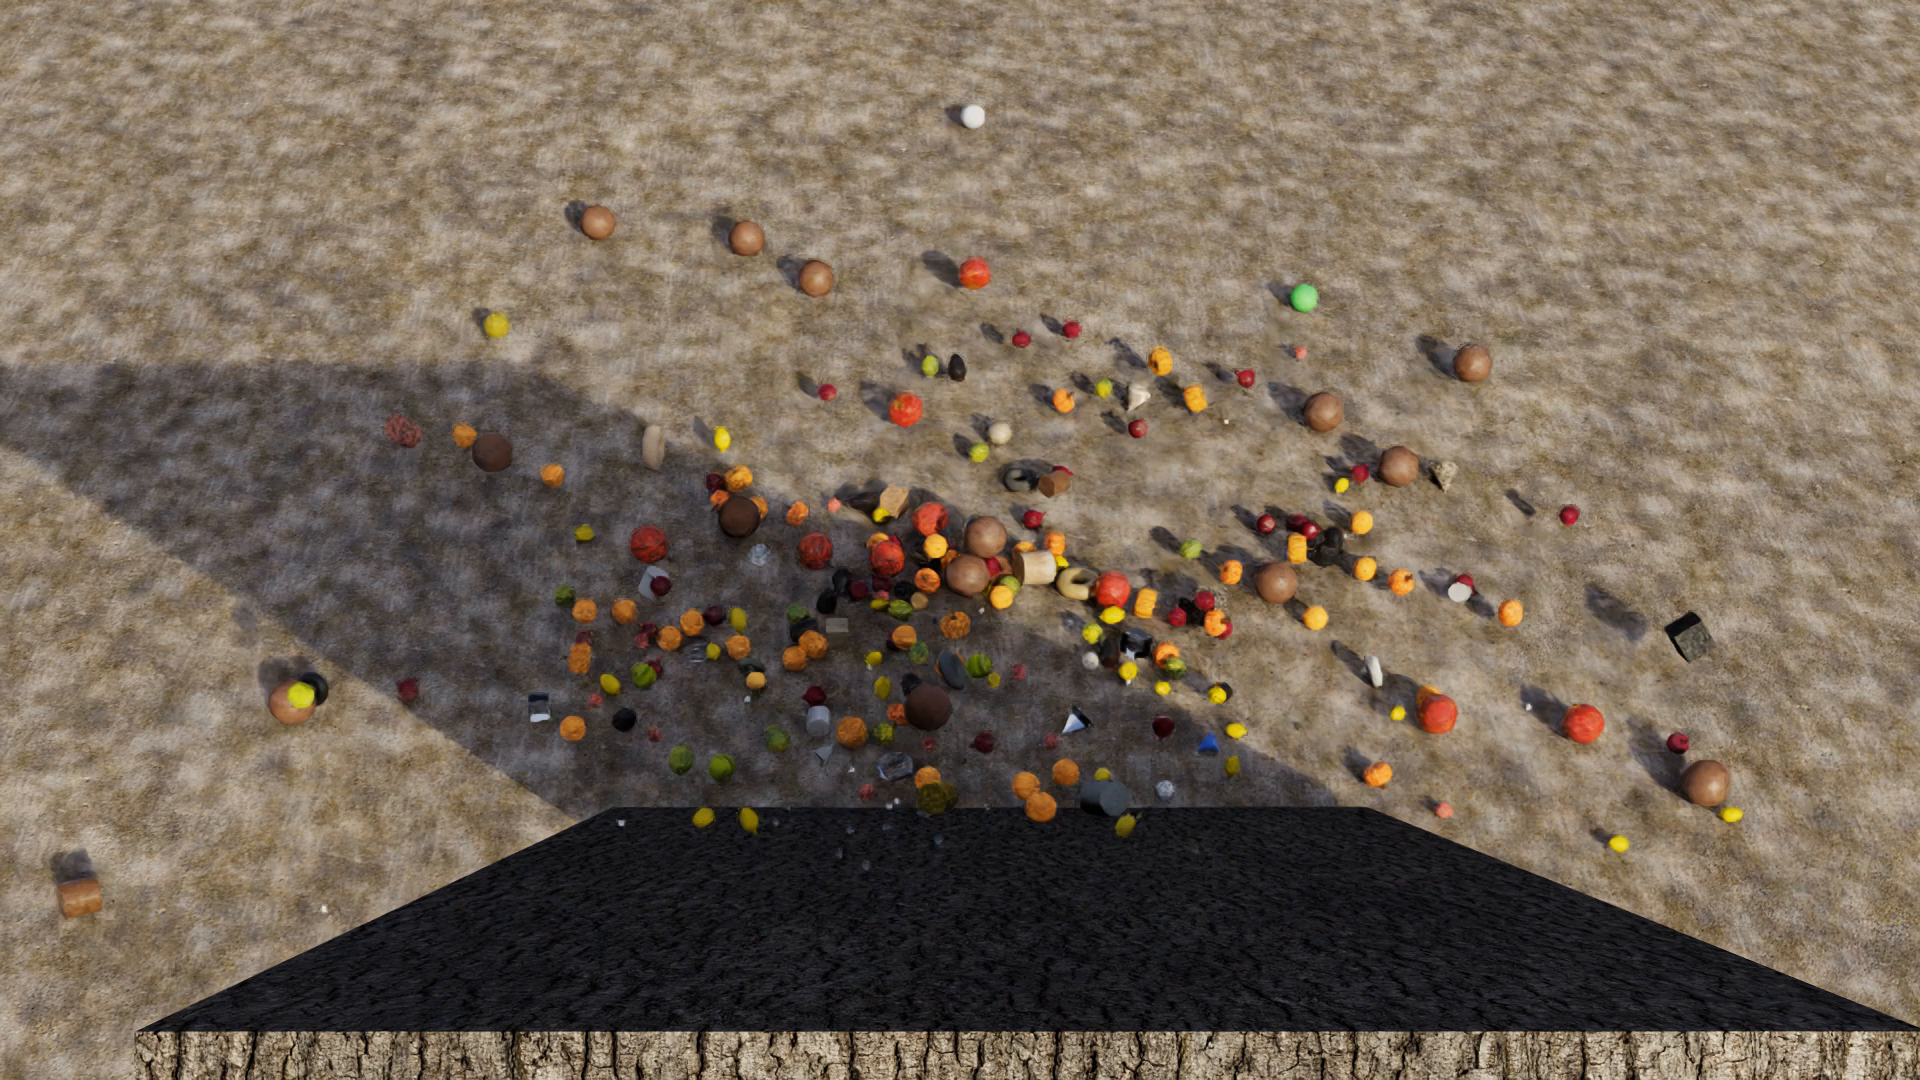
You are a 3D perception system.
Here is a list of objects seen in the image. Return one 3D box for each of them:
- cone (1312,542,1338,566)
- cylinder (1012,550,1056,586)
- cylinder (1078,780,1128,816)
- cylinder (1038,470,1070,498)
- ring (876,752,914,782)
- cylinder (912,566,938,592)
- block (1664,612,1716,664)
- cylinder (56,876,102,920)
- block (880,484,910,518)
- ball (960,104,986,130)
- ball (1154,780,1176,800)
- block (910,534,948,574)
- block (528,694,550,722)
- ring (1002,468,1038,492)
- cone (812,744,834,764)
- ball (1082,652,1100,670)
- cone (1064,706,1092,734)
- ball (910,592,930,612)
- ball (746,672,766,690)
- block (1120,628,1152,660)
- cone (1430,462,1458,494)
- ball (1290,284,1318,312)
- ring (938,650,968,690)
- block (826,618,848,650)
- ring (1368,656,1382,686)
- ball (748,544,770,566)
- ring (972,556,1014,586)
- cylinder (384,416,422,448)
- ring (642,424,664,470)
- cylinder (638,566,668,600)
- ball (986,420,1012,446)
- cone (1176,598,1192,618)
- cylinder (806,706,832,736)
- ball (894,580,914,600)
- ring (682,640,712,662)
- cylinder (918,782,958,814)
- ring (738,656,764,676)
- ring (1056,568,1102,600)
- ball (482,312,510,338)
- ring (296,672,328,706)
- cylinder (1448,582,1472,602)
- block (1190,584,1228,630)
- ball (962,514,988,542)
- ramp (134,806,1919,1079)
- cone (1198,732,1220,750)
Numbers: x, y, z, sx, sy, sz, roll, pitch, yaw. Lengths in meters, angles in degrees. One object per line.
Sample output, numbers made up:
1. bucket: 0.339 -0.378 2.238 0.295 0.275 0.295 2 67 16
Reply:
1. cone: 1.096 0.033 7.850 0.078 0.078 0.078 -6 70 16
2. cylinder: 0.222 0.083 7.781 0.099 0.099 0.099 -4 35 -21
3. cylinder: 0.362 0.649 6.541 0.090 0.090 0.090 -27 12 -32
4. cylinder: 0.295 -0.177 8.103 0.071 0.071 0.071 31 38 35
5. ring: -0.177 0.620 7.116 0.107 0.036 0.107 1 35 0
6. cylinder: -0.106 0.117 7.780 0.059 0.059 0.059 28 39 -1
7. block: 2.073 0.276 7.381 0.092 0.092 0.092 -32 14 5
8. cylinder: -2.248 0.912 6.637 0.093 0.093 0.093 -13 38 -29
9. block: -0.204 -0.120 8.097 0.067 0.067 0.067 17 40 22
10. ball: 0.050 -1.654 10.157 0.098 0.098 0.098 0 36 0
11. ball: 0.554 0.676 7.023 0.054 0.054 0.054 0 36 0
12. block: -0.092 0.043 7.834 0.074 0.074 0.074 18 68 29
13. block: -1.182 0.470 7.300 0.054 0.054 0.054 -5 42 -6
14. ring: 0.191 -0.189 8.216 0.110 0.037 0.110 1 35 0
15. cone: -0.365 0.578 7.134 0.056 0.056 0.056 -44 49 -8
16. ball: 0.374 0.347 7.471 0.051 0.051 0.051 0 36 0
17. cone: 0.314 0.515 7.257 0.078 0.078 0.078 34 80 37
18. ball: -0.120 0.182 7.694 0.058 0.058 0.058 0 36 0
19. ball: -0.580 0.401 7.398 0.055 0.055 0.055 0 36 0
20. block: 0.509 0.300 7.520 0.061 0.061 0.061 -14 37 -39
21. cone: 1.529 -0.184 8.206 0.092 0.092 0.092 1 63 1
22. ball: 1.197 -0.843 9.056 0.096 0.096 0.096 0 36 0
23. ring: -0.021 0.366 7.327 0.040 0.120 0.120 -29 31 19
24. block: -0.357 0.273 7.564 0.064 0.064 0.064 -2 36 -2
25. ring: 1.181 0.373 7.399 0.031 0.093 0.093 -13 36 6
26. ball: -0.606 0.045 7.873 0.066 0.066 0.066 0 36 0
27. ring: 0.102 0.093 7.828 0.128 0.043 0.128 -1 37 1
28. cylinder: -1.781 -0.345 8.323 0.083 0.083 0.083 33 4 36
29. ring: -0.974 -0.294 8.255 0.049 0.148 0.148 1 36 8
30. cylinder: -0.912 0.127 7.726 0.070 0.070 0.070 26 24 -12
31. ball: 0.127 -0.346 8.392 0.081 0.081 0.081 0 36 0
32. cone: 0.681 0.202 7.692 0.061 0.061 0.061 5 26 -42
33. cylinder: -0.394 0.505 7.250 0.063 0.063 0.063 -8 17 -11
34. ball: -0.166 0.150 7.734 0.061 0.061 0.061 0 36 0
35. ring: -0.761 0.322 7.528 0.087 0.029 0.087 -1 36 1
36. cylinder: -0.055 0.653 6.587 0.079 0.079 0.079 17 6 22
37. ring: -0.597 0.364 7.431 0.080 0.080 0.027 7 52 9
38. ring: 0.355 0.131 7.773 0.139 0.046 0.139 2 33 -1
39. ball: -1.590 -0.735 8.914 0.090 0.090 0.090 0 36 0
40. ring: -1.828 0.422 7.335 0.101 0.101 0.034 11 14 15
41. cylinder: 1.482 0.156 7.706 0.056 0.056 0.056 20 5 25
42. block: 0.734 0.195 7.651 0.086 0.086 0.086 11 38 15
43. ball: 0.045 -0.037 7.918 0.081 0.081 0.081 0 36 0
44. ramp: 0.080 0.678 4.894 2.000 0.100 4.000 0 -2 0
45. cone: 0.680 0.569 7.193 0.060 0.060 0.060 -27 36 9
